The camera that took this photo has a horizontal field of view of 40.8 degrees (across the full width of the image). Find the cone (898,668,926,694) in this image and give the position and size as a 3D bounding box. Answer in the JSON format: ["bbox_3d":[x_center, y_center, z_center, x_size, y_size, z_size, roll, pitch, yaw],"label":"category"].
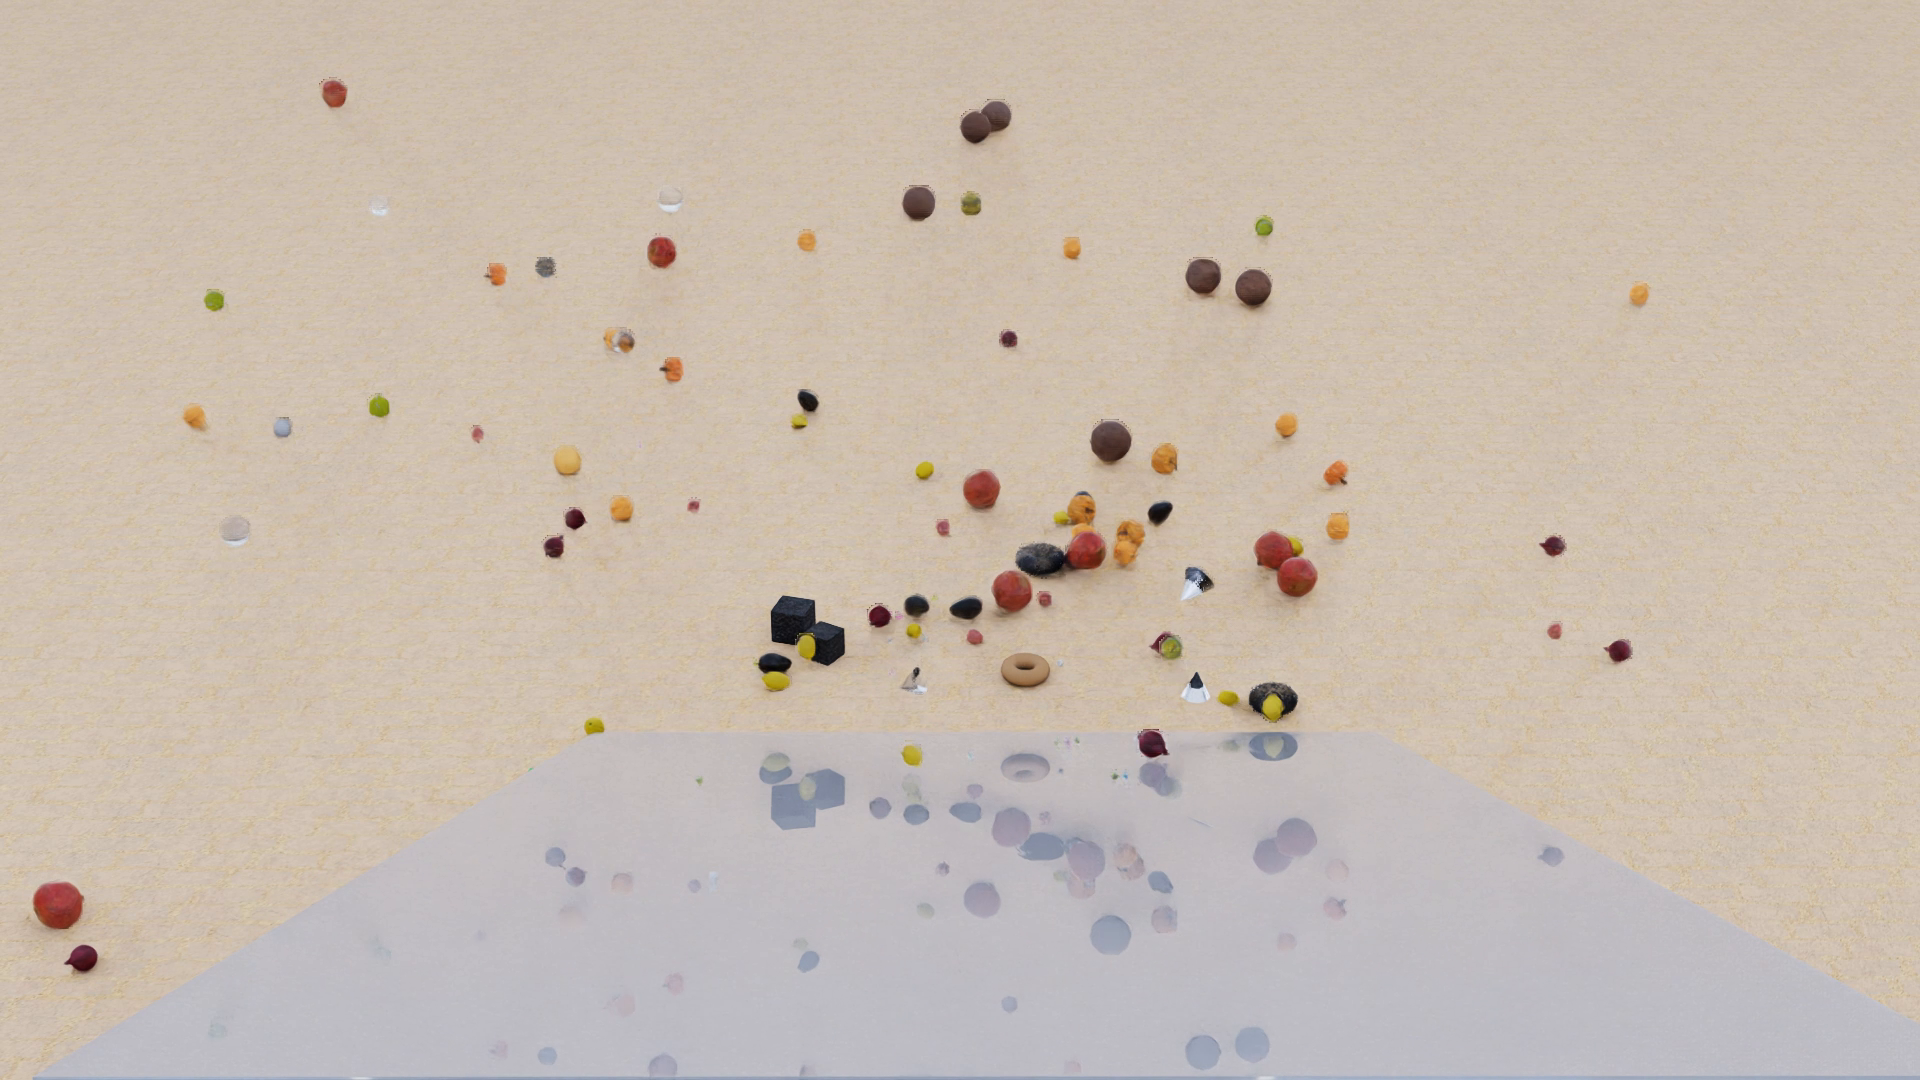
[{"bbox_3d":[-0.138,0.389,6.953,0.072,0.072,0.072,-19,21,23],"label":"cone"}]

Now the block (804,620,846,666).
[{"bbox_3d":[-0.373,0.284,7.100,0.080,0.080,0.080,17,32,29],"label":"block"}]

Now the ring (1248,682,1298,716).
[{"bbox_3d":[0.834,0.423,6.877,0.131,0.044,0.131,-1,29,0],"label":"ring"}]

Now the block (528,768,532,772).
[{"bbox_3d":[-1.056,0.616,6.494,0.061,0.061,0.061,2,28,4],"label":"block"}]

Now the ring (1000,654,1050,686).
[{"bbox_3d":[0.177,0.352,7.011,0.134,0.045,0.134,0,29,0],"label":"ring"}]

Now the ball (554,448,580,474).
[{"bbox_3d":[-1.231,-0.248,8.098,0.086,0.086,0.086,0,28,0],"label":"ball"}]

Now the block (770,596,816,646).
[{"bbox_3d":[-0.464,0.225,7.193,0.097,0.097,0.097,8,29,15],"label":"block"}]

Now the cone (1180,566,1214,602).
[{"bbox_3d":[0.660,0.143,7.406,0.095,0.095,0.095,24,63,38],"label":"cone"}]

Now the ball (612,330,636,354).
[{"bbox_3d":[-1.161,-0.683,8.904,0.081,0.081,0.081,0,28,0],"label":"ball"}]

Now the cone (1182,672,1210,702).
[{"bbox_3d":[0.633,0.384,6.916,0.076,0.076,0.076,0,28,0],"label":"cone"}]

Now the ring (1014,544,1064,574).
[{"bbox_3d":[0.234,0.055,7.566,0.147,0.049,0.147,-1,27,1],"label":"ring"}]

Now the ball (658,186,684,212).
[{"bbox_3d":[-1.136,-1.335,10.134,0.099,0.099,0.099,0,28,0],"label":"ball"}]

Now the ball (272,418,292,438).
[{"bbox_3d":[-2.188,-0.361,8.339,0.060,0.060,0.060,0,28,0],"label":"ball"}]

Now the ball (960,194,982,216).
[{"bbox_3d":[0.044,-1.311,10.105,0.084,0.084,0.084,0,28,0],"label":"ball"}]

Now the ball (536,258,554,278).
[{"bbox_3d":[-1.532,-1.005,9.544,0.070,0.070,0.070,0,28,0],"label":"ball"}]

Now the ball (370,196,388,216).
[{"bbox_3d":[-2.272,-1.305,10.105,0.075,0.075,0.075,0,28,0],"label":"ball"}]

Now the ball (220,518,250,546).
[{"bbox_3d":[-2.152,-0.023,7.673,0.086,0.086,0.086,0,28,0],"label":"ball"}]

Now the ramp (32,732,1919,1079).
[{"bbox_3d":[0.063,0.566,4.606,2.000,0.100,4.000,0,1,0],"label":"ramp"}]
